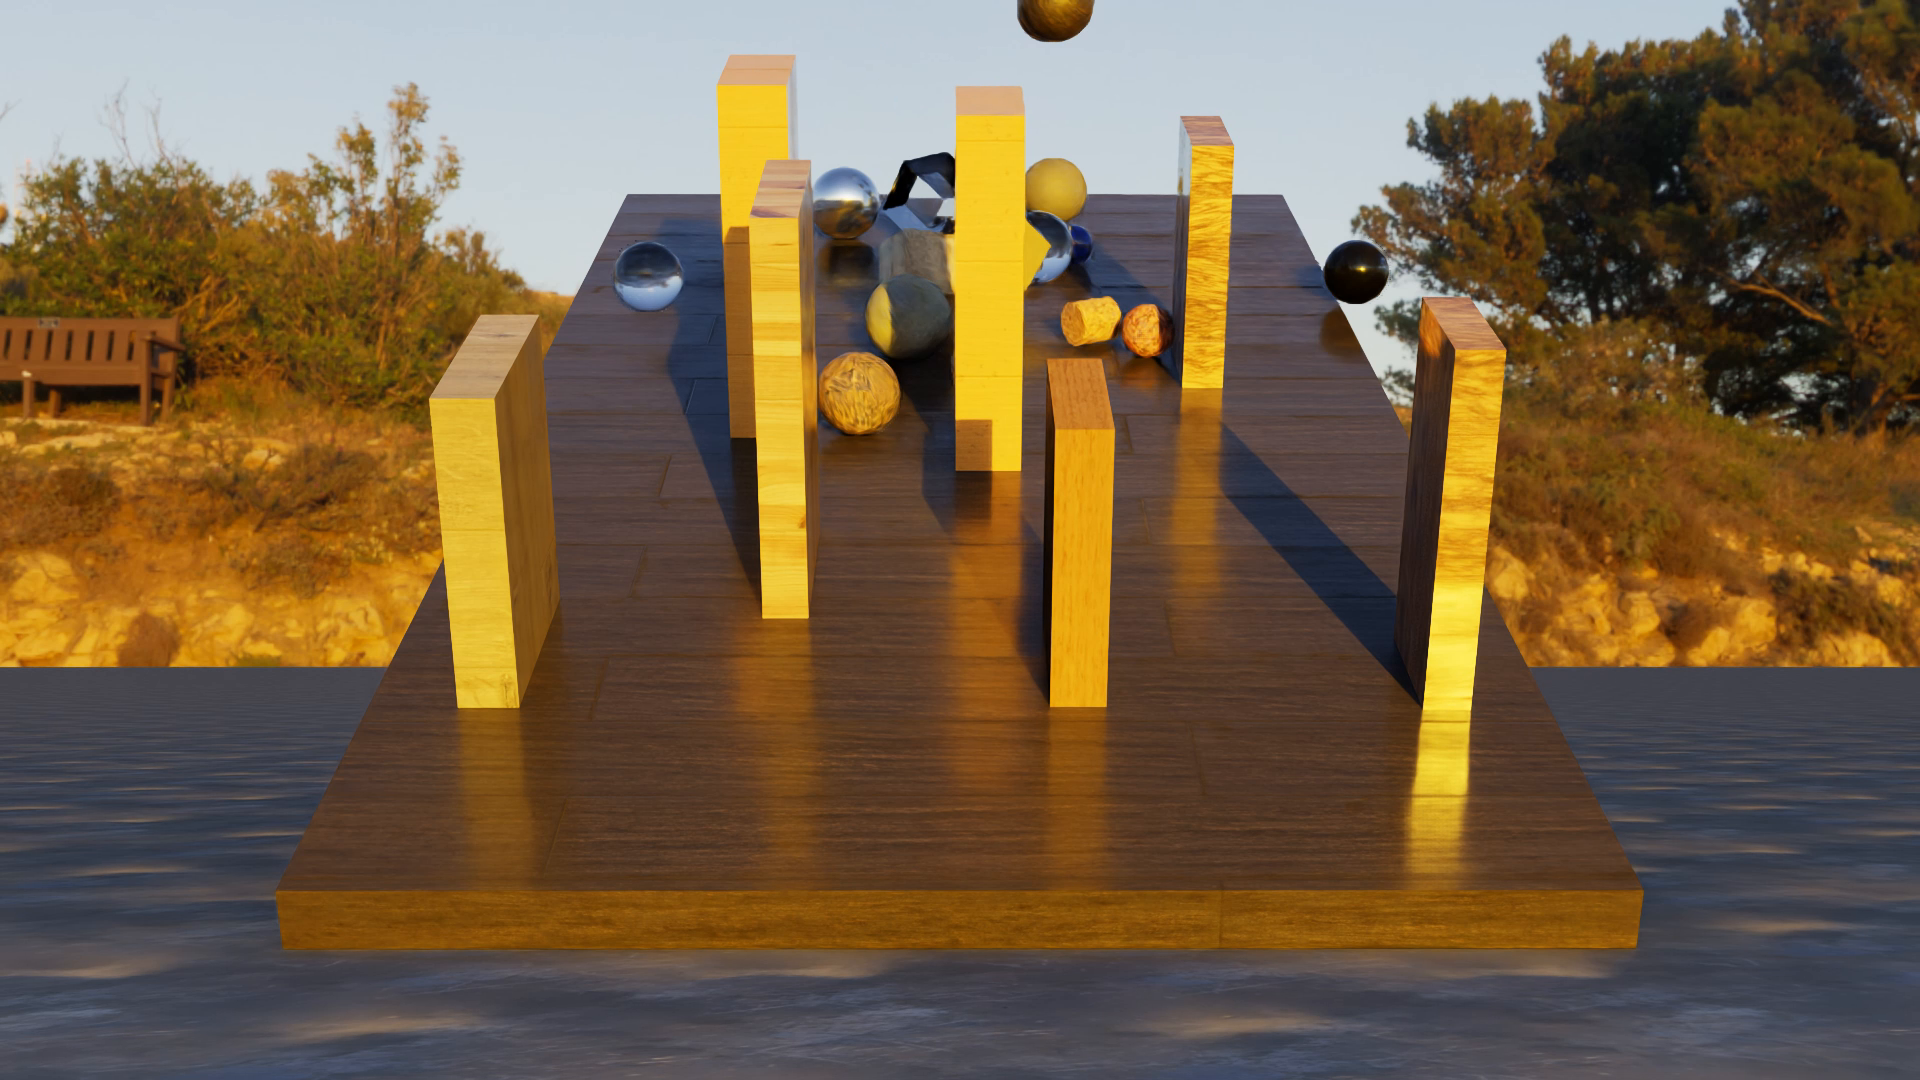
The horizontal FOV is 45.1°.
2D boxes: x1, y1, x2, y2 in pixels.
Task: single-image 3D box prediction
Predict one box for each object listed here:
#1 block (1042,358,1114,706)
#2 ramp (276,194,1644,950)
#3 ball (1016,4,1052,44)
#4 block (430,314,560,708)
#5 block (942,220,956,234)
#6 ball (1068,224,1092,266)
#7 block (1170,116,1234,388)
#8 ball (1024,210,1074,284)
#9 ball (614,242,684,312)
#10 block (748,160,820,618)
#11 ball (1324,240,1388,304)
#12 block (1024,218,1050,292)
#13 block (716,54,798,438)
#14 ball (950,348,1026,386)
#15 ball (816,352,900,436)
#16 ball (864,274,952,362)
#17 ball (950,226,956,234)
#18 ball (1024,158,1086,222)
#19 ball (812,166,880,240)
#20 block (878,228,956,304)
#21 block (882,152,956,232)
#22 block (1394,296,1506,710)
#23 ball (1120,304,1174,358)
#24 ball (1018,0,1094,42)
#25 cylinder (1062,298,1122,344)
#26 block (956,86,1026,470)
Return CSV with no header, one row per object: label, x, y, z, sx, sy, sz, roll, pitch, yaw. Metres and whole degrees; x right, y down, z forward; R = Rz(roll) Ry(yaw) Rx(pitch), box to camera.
block,0.200,-0.018,3.985,0.096,0.500,0.357,0,23,0
ramp,-0.007,-0.226,5.238,2.000,0.100,4.000,0,23,0
ball,0.260,-1.544,6.731,0.191,0.191,0.191,0,-3,0
block,-0.798,-0.058,4.007,0.104,0.554,0.443,0,23,0
block,0.010,-0.760,6.108,0.112,0.112,0.112,23,-8,29
ball,0.308,-0.808,6.338,0.111,0.111,0.111,0,-3,0
block,0.568,-0.681,5.449,0.095,0.575,0.303,0,23,0
ball,0.206,-0.779,6.162,0.195,0.195,0.195,0,-3,0
ball,-0.800,-0.676,5.936,0.178,0.178,0.178,0,-3,0
block,-0.320,-0.285,4.286,0.084,0.754,0.415,0,23,0
ball,1.029,-0.696,6.007,0.168,0.168,0.168,0,-3,0
block,0.095,-0.734,5.949,0.165,0.165,0.165,43,-31,-25
block,-0.434,-0.648,5.103,0.145,0.781,0.319,0,23,0
ball,0.063,-0.396,5.292,0.172,0.172,0.172,0,-3,0
ball,-0.225,-0.324,5.102,0.186,0.186,0.186,0,-3,0
ball,-0.125,-0.534,5.568,0.209,0.209,0.209,0,-3,0
ball,0.035,-0.794,6.258,0.147,0.147,0.147,0,-3,0
ball,0.271,-1.012,6.711,0.194,0.194,0.194,0,-3,0
ball,-0.328,-0.957,6.564,0.204,0.204,0.204,0,-3,0
block,-0.099,-0.671,5.753,0.154,0.154,0.154,5,-12,-26
block,-0.073,-0.959,6.523,0.176,0.176,0.176,-22,-30,-43
block,0.824,-0.063,3.917,0.081,0.640,0.284,0,23,0
ball,0.455,-0.508,5.609,0.130,0.130,0.130,0,-3,0
ball,0.264,-1.475,6.352,0.209,0.209,0.209,0,-3,0
cylinder,0.324,-0.539,5.692,0.108,0.108,0.108,1,-3,-31
block,0.060,-0.553,4.905,0.139,0.764,0.276,0,23,0
